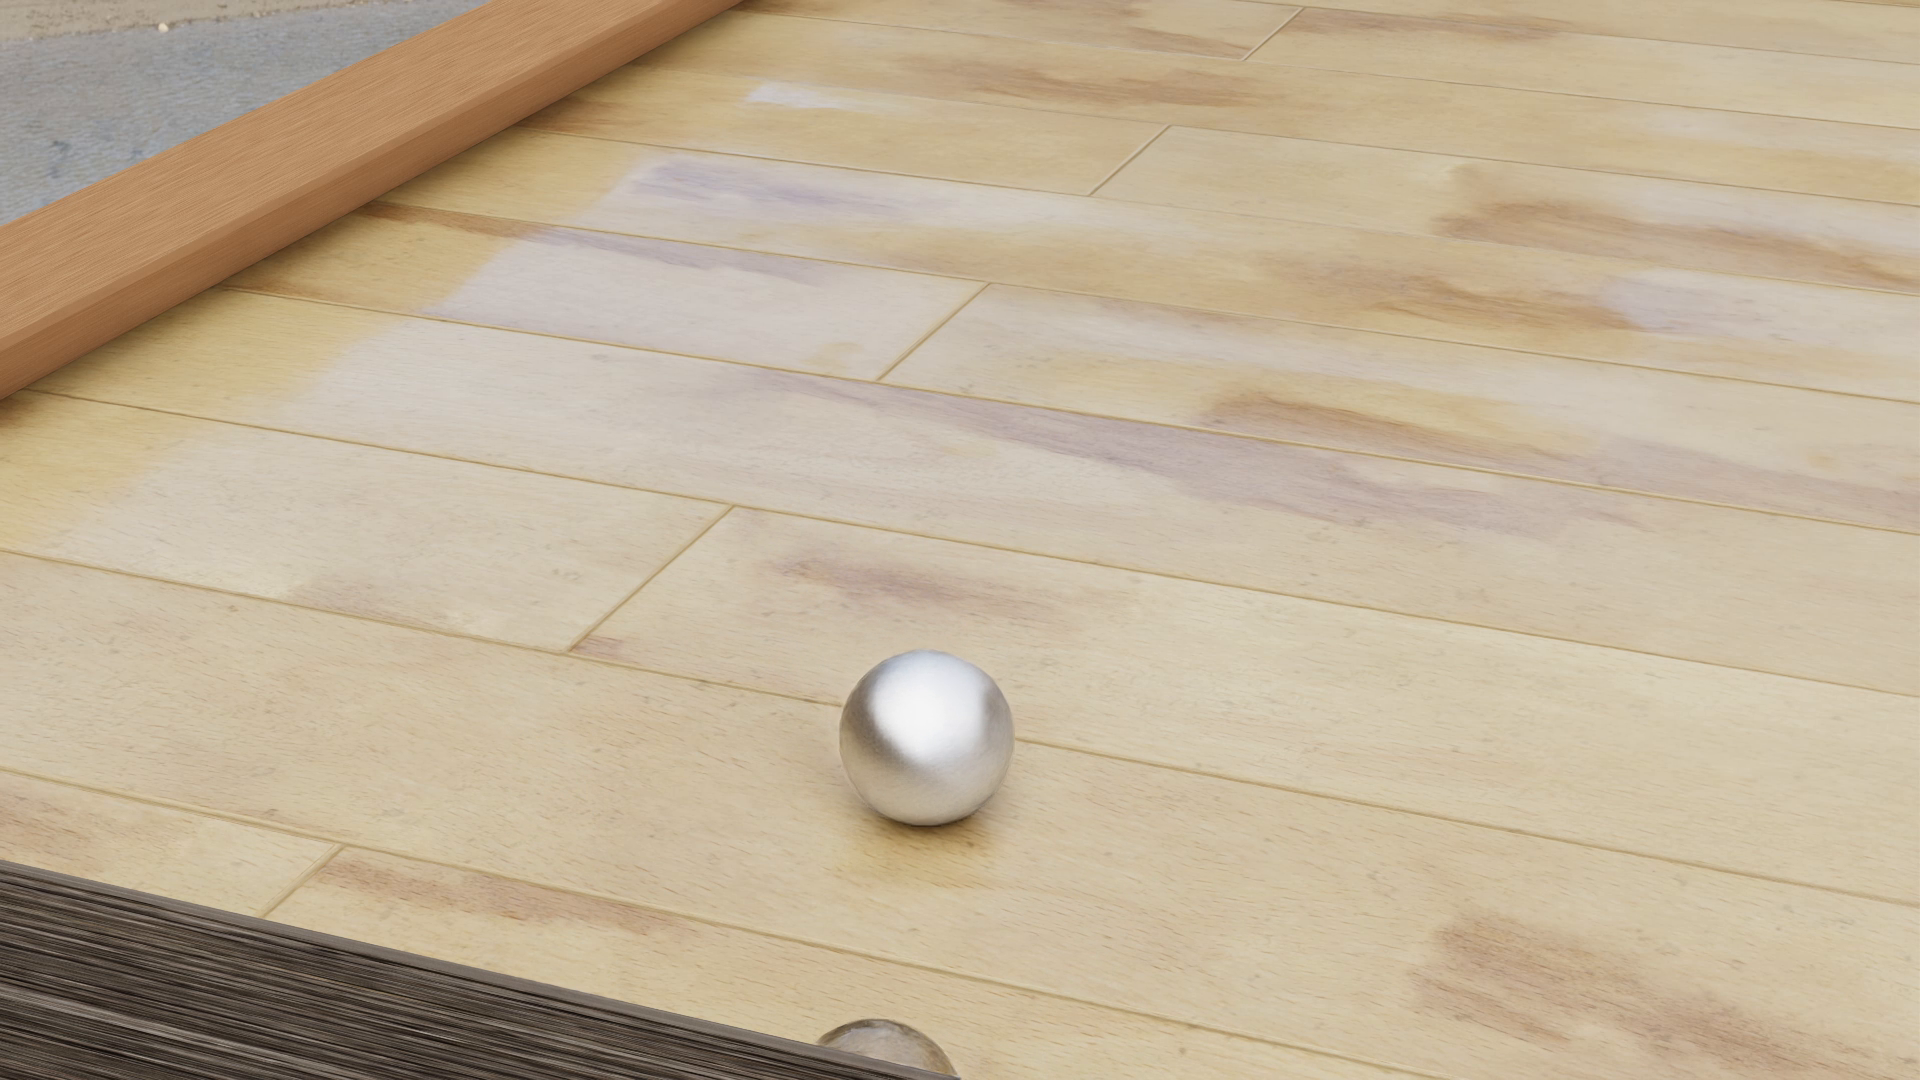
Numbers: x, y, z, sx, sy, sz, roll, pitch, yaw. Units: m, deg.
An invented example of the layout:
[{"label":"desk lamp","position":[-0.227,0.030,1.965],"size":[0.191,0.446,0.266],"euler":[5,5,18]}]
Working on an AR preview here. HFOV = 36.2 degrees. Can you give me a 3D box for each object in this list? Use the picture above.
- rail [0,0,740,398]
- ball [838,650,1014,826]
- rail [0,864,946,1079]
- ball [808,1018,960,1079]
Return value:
[{"label":"rail","position":[-0.473,-0.411,2.746],"size":[0.045,0.128,2.761],"euler":[9,26,19]},{"label":"ball","position":[-0.019,0.110,1.639],"size":[0.098,0.098,0.098],"euler":[0,24,0]},{"label":"rail","position":[-0.244,0.230,1.337],"size":[1.606,0.128,0.045],"euler":[9,26,19]},{"label":"ball","position":[-0.039,0.258,1.331],"size":[0.083,0.083,0.083],"euler":[0,24,0]}]
